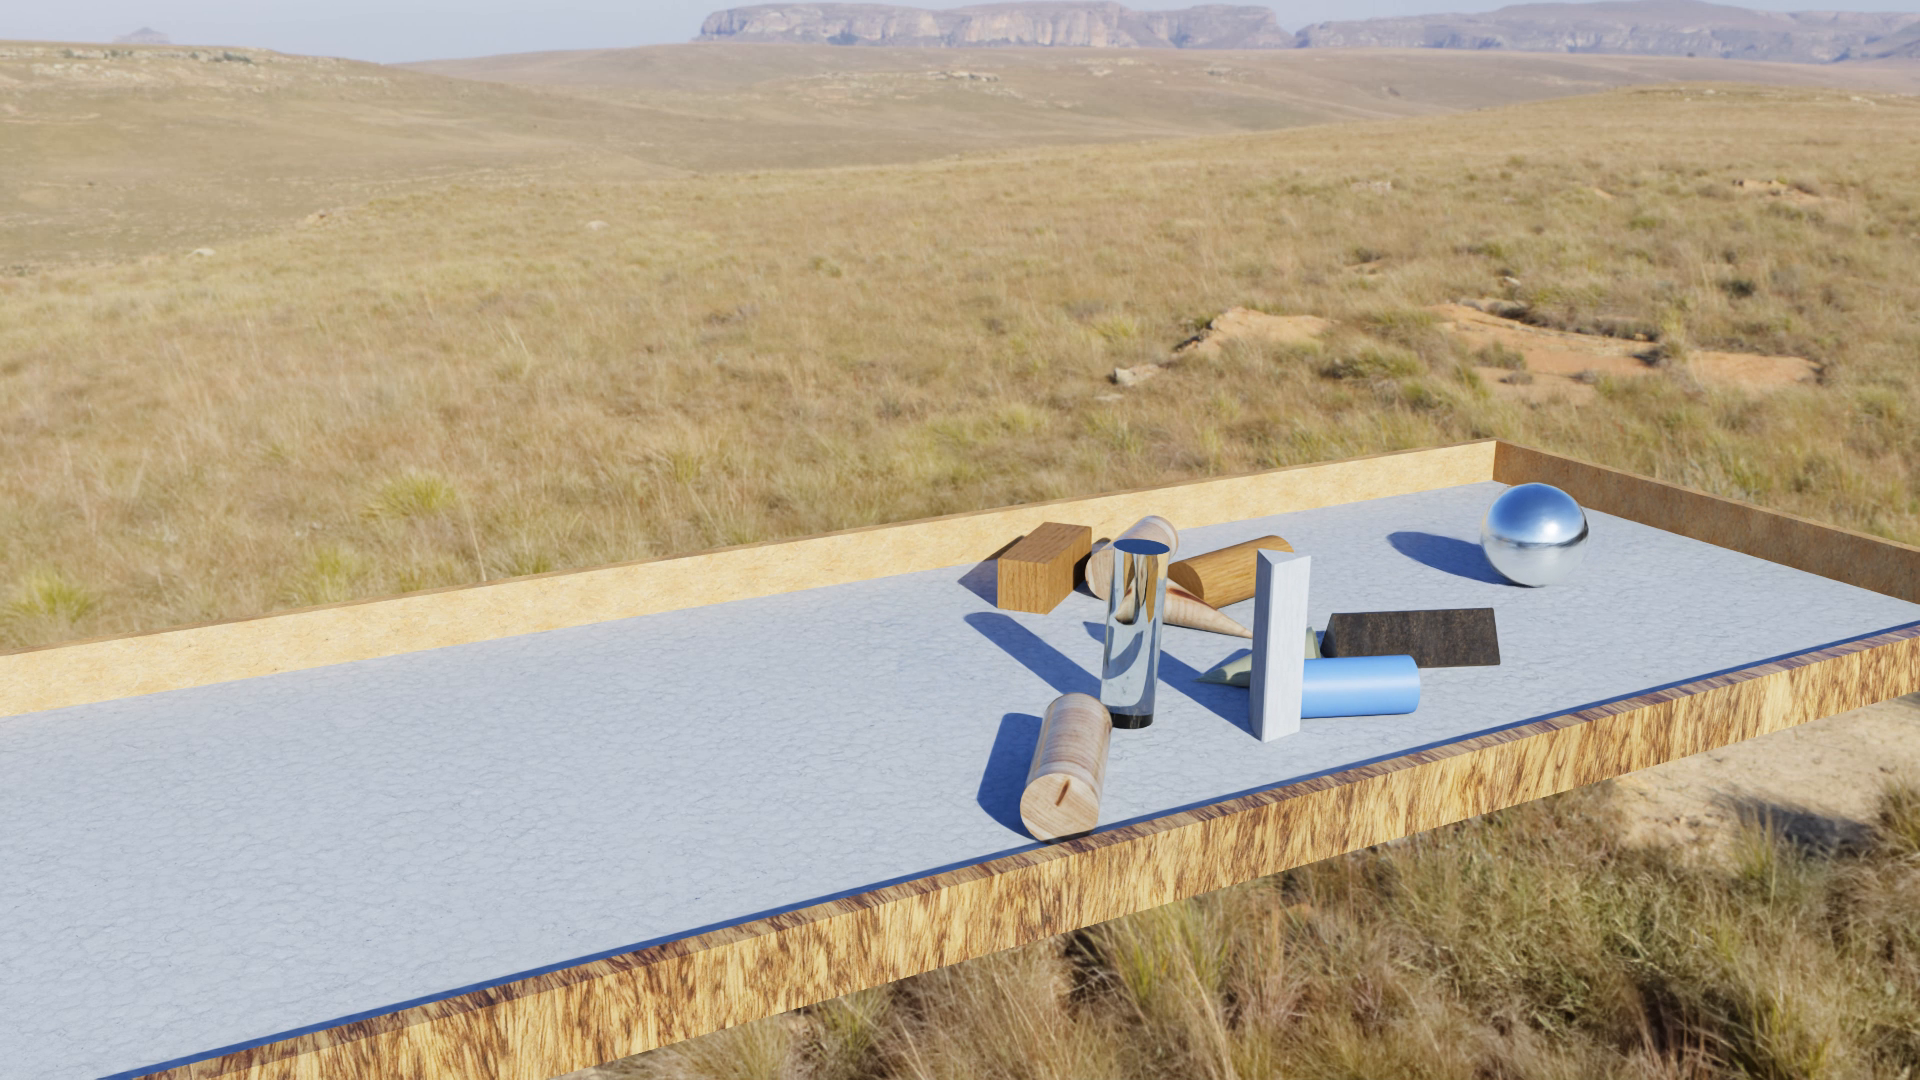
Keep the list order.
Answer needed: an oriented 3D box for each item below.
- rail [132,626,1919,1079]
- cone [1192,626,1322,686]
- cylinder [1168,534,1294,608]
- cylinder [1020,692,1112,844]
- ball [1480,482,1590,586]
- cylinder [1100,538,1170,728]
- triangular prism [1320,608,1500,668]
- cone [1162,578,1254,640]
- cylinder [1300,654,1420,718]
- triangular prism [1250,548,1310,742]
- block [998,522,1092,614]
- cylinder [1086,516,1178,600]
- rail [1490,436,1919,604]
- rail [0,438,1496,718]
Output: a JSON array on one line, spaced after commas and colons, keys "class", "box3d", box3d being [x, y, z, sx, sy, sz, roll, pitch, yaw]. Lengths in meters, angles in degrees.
[{"class": "rail", "box3d": [-2.336, 1.006, 1.665, 12.000, 0.150, 0.050, -9, 18, -27]}, {"class": "cone", "box3d": [0.731, 0.325, 4.103, 0.322, 0.170, 0.170, -11, 13, 15]}, {"class": "cylinder", "box3d": [0.774, 0.101, 4.729, 0.409, 0.160, 0.160, -14, 21, -39]}, {"class": "cylinder", "box3d": [0.229, 0.473, 3.467, 0.157, 0.157, 0.434, 2, 17, 8]}, {"class": "ball", "box3d": [1.695, -0.017, 4.872, 0.305, 0.305, 0.305, 0, 16, 0]}, {"class": "cylinder", "box3d": [0.405, 0.218, 3.849, 0.130, 0.423, 0.130, 3, 16, -1]}, {"class": "triangular prism", "box3d": [1.171, 0.244, 4.281, 0.430, 0.129, 0.149, -2, 16, -6]}, {"class": "cone", "box3d": [0.681, 0.215, 4.504, 0.348, 0.136, 0.136, 22, 25, 27]}, {"class": "cylinder", "box3d": [0.915, 0.349, 3.922, 0.316, 0.140, 0.140, -2, 16, -6]}, {"class": "triangular prism", "box3d": [0.712, 0.237, 3.790, 0.120, 0.427, 0.104, -11, 20, -34]}, {"class": "block", "box3d": [0.252, 0.077, 4.827, 0.149, 0.149, 0.413, 6, 18, 21]}, {"class": "cylinder", "box3d": [0.516, 0.051, 4.905, 0.156, 0.156, 0.403, 7, 18, 23]}, {"class": "rail", "box3d": [2.466, -0.048, 5.253, 0.050, 0.150, 2.100, -9, 18, -27]}, {"class": "rail", "box3d": [-3.305, 0.497, 3.399, 12.000, 0.150, 0.050, -9, 18, -27]}]
